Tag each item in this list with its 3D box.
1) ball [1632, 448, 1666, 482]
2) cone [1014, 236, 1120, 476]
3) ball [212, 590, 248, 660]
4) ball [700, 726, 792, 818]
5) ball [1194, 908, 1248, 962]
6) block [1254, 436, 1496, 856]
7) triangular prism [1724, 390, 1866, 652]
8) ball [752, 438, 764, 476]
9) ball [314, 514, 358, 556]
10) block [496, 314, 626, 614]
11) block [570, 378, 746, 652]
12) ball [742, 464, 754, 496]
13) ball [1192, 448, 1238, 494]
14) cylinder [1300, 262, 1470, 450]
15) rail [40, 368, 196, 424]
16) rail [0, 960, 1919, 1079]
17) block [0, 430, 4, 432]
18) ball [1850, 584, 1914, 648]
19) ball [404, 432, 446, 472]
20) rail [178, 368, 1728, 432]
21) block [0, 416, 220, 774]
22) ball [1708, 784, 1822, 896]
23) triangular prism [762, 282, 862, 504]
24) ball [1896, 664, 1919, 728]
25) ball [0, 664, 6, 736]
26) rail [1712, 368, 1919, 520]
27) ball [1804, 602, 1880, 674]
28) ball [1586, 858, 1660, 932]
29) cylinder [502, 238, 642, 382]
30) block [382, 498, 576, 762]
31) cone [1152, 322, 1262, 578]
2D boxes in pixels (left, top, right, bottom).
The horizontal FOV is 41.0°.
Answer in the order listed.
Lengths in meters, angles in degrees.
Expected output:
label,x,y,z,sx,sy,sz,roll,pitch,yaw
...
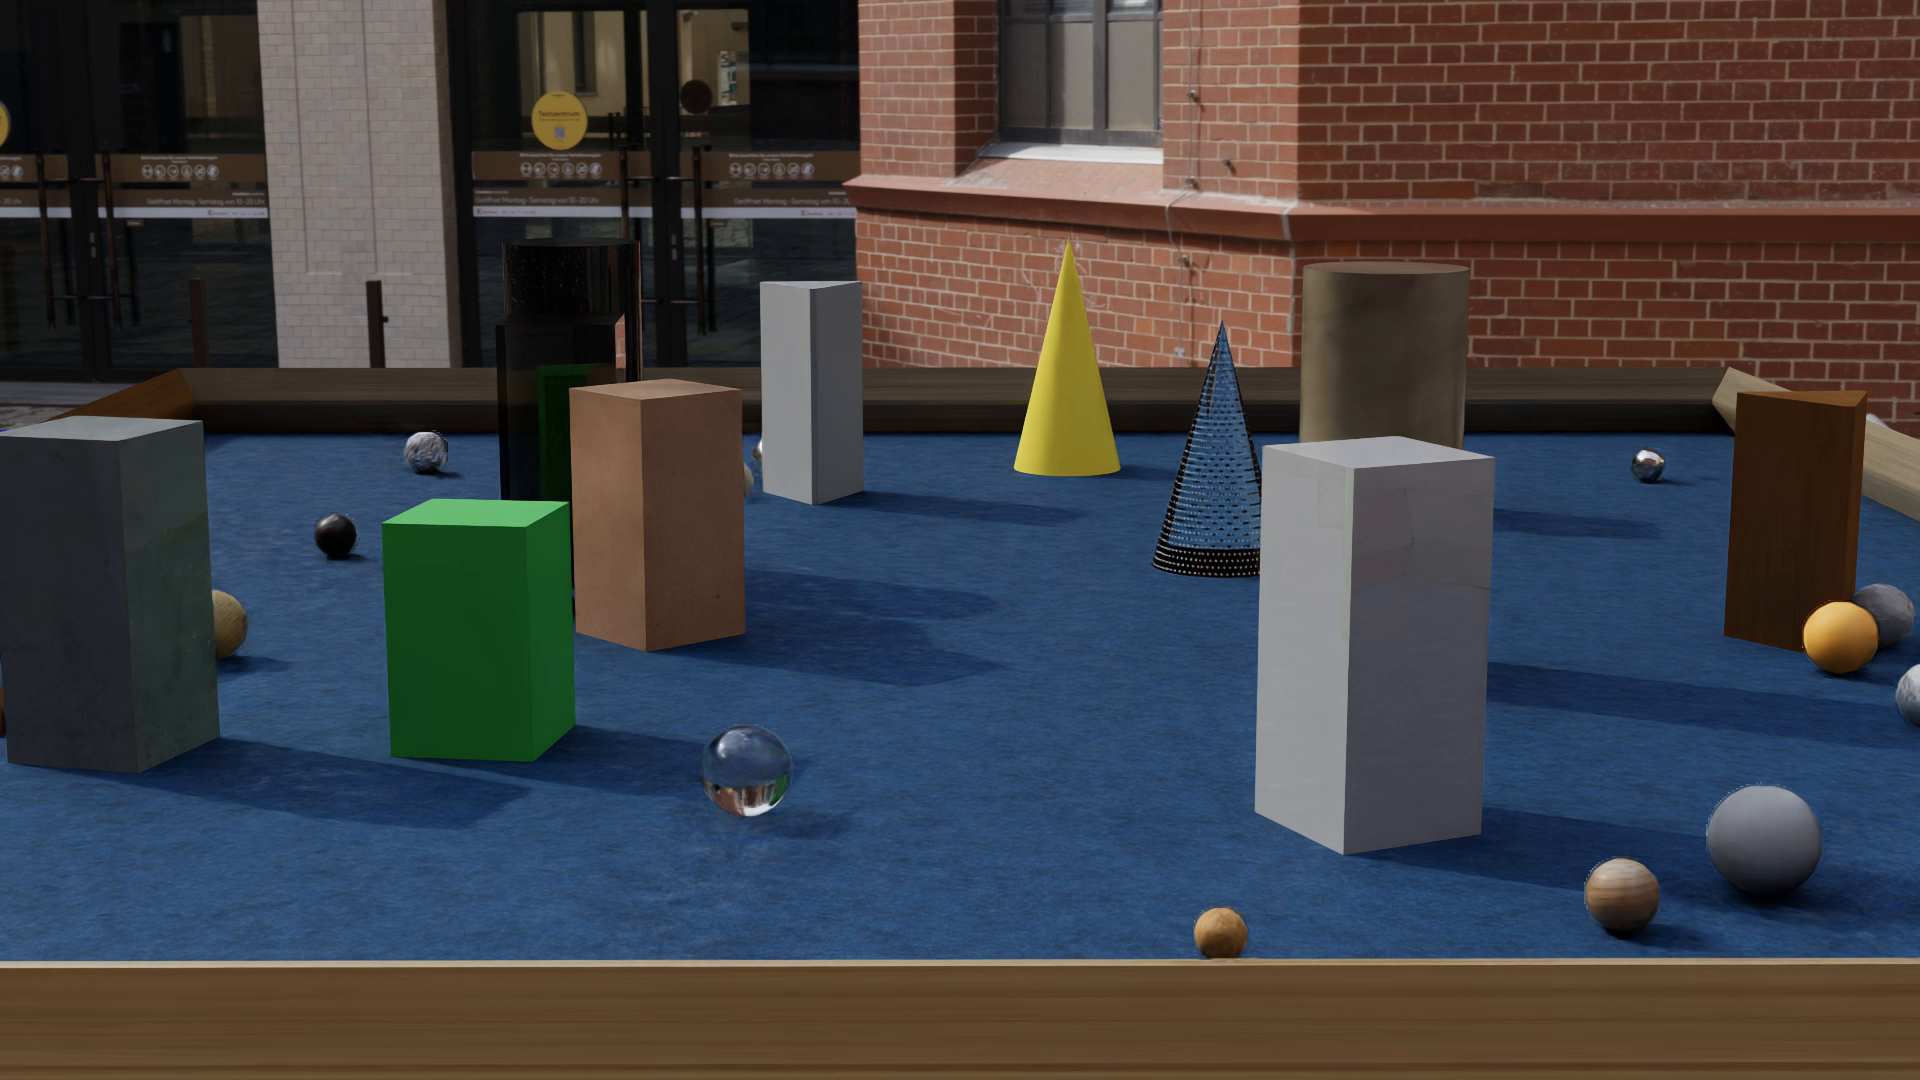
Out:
label,x,y,z,sx,sy,sz,roll,pitch,yaw
ball,1.216,-0.132,4.533,0.058,0.058,0.058,0,11,0
cone,0.196,-0.340,4.654,0.196,0.423,0.196,0,11,0
ball,-0.925,0.105,3.170,0.088,0.088,0.088,0,11,0
ball,-0.210,0.227,2.513,0.089,0.089,0.089,0,11,0
ball,0.214,0.324,2.110,0.044,0.044,0.044,0,11,0
block,0.395,0.096,2.463,0.157,0.365,0.157,-5,12,-25
triangular prism,1.097,-0.028,3.265,0.147,0.316,0.170,-7,13,-35
ball,-0.333,-0.146,4.559,0.076,0.076,0.076,0,11,0
ball,-0.936,-0.007,3.846,0.062,0.062,0.062,0,11,0
block,-0.537,-0.107,3.491,0.157,0.388,0.157,-1,11,-3
block,-0.389,-0.036,3.301,0.157,0.319,0.157,-9,14,-41
ball,-0.382,-0.100,4.345,0.065,0.065,0.065,0,11,0
ball,0.439,-0.120,4.412,0.077,0.077,0.077,0,11,0
cylinder,0.506,-0.084,3.093,0.196,0.488,0.196,0,11,0
rail,-1.531,0.034,3.440,0.045,0.127,3.461,0,11,0
rail,0.010,0.344,1.771,3.109,0.127,0.045,0,11,0
block,-1.210,0.002,3.259,0.157,0.258,0.157,6,12,28
ball,1.159,0.095,3.228,0.080,0.080,0.080,0,11,0
ball,-0.966,-0.159,4.635,0.075,0.075,0.075,0,11,0
rail,-0.010,-0.278,5.127,3.109,0.127,0.045,0,11,0
block,-0.909,0.054,2.732,0.157,0.349,0.157,3,11,16
ball,0.714,0.266,2.275,0.098,0.098,0.098,0,11,0
triangular prism,-0.230,-0.257,4.373,0.147,0.361,0.170,-7,13,-34
ball,1.076,0.173,2.839,0.077,0.077,0.077,0,11,0
ball,-1.067,0.175,2.799,0.087,0.087,0.087,0,11,0
rail,1.531,0.031,3.458,0.045,0.127,3.461,0,11,0
ball,1.066,0.118,3.105,0.087,0.087,0.087,0,11,0
ball,0.564,0.302,2.181,0.062,0.062,0.062,0,11,0
cylinder,-0.560,-0.196,3.737,0.196,0.474,0.196,0,11,0
block,-0.518,0.094,2.778,0.157,0.253,0.157,1,11,8
cone,0.380,-0.142,3.751,0.196,0.363,0.196,0,11,0
